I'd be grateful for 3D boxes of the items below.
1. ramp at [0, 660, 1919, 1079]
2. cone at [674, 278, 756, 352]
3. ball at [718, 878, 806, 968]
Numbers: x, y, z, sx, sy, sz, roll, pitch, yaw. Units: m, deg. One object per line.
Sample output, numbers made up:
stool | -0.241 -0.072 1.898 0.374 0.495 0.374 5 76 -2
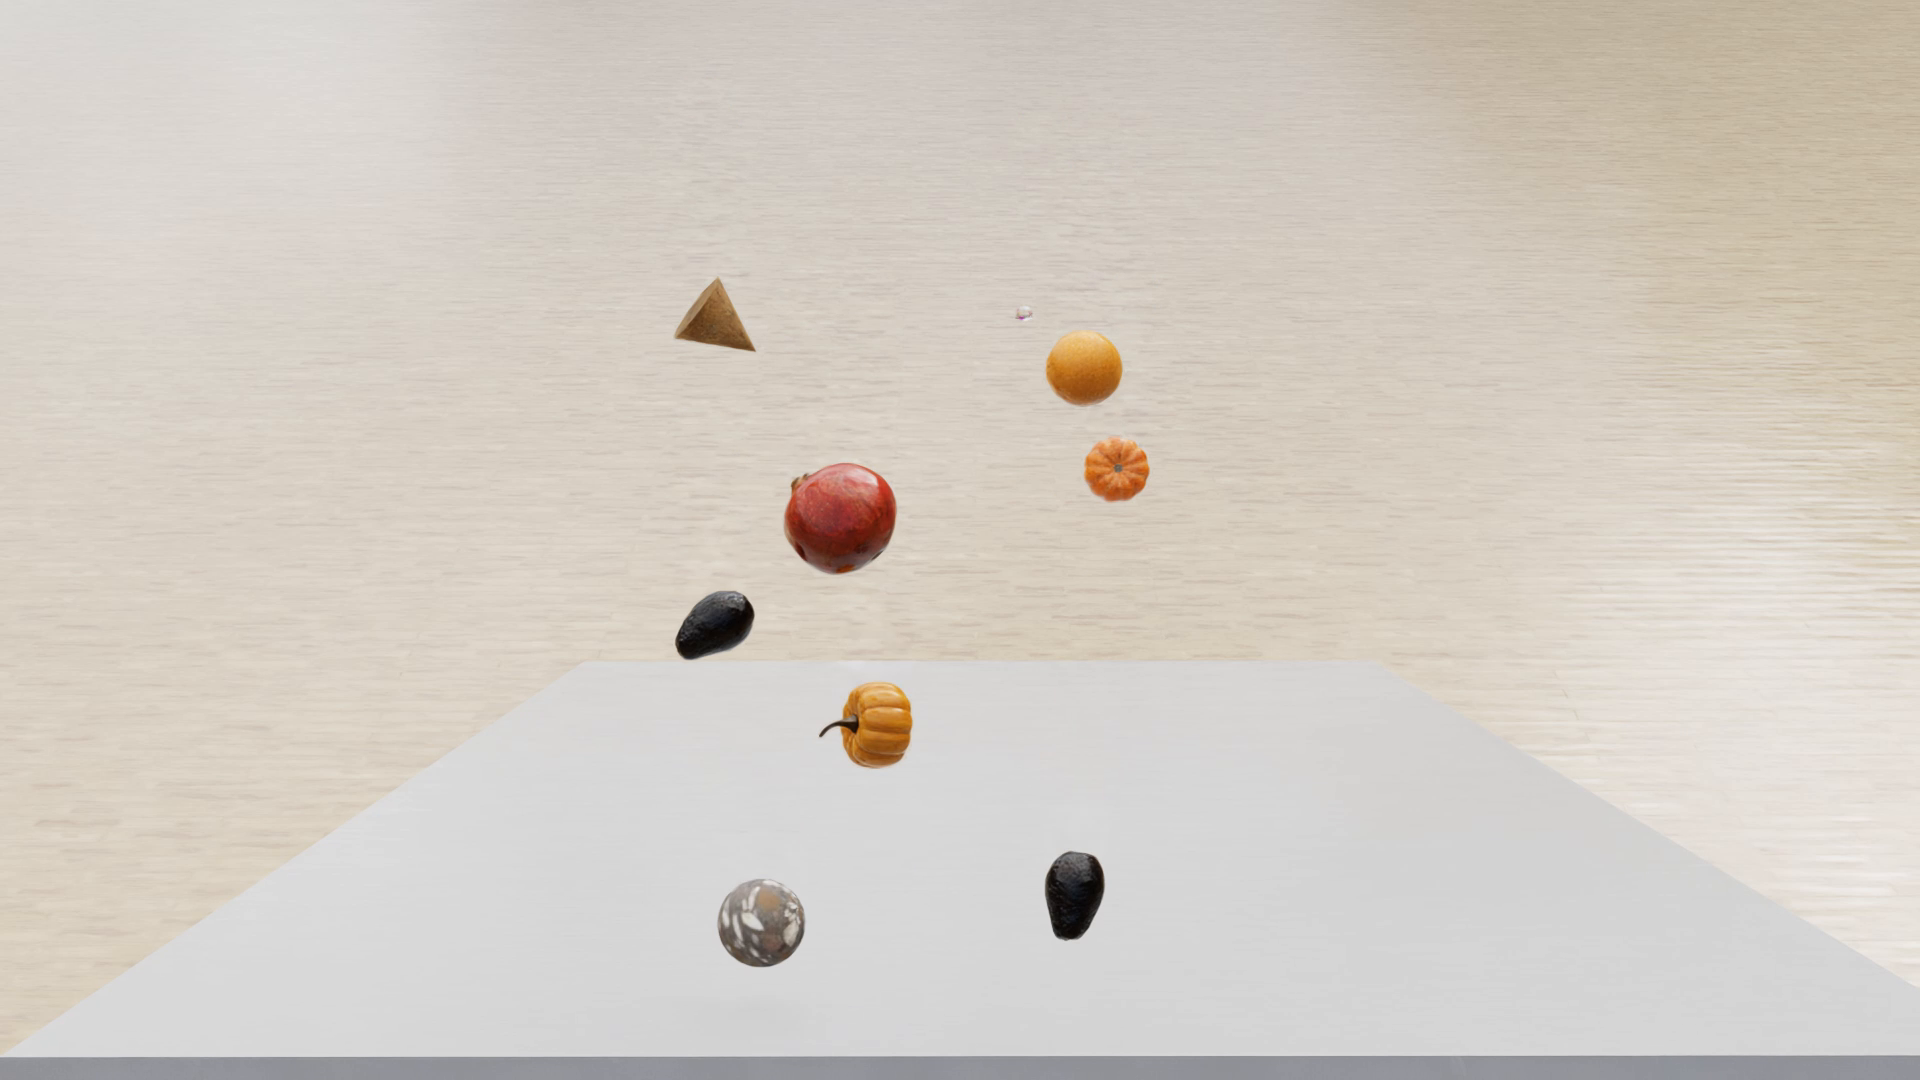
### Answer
ramp | 0.051 0.457 4.533 2.000 0.100 4.000 0 3 0
cone | -0.233 -0.210 2.568 0.075 0.075 0.075 36 16 -15
ball | -0.208 0.401 2.692 0.092 0.092 0.092 0 22 0
